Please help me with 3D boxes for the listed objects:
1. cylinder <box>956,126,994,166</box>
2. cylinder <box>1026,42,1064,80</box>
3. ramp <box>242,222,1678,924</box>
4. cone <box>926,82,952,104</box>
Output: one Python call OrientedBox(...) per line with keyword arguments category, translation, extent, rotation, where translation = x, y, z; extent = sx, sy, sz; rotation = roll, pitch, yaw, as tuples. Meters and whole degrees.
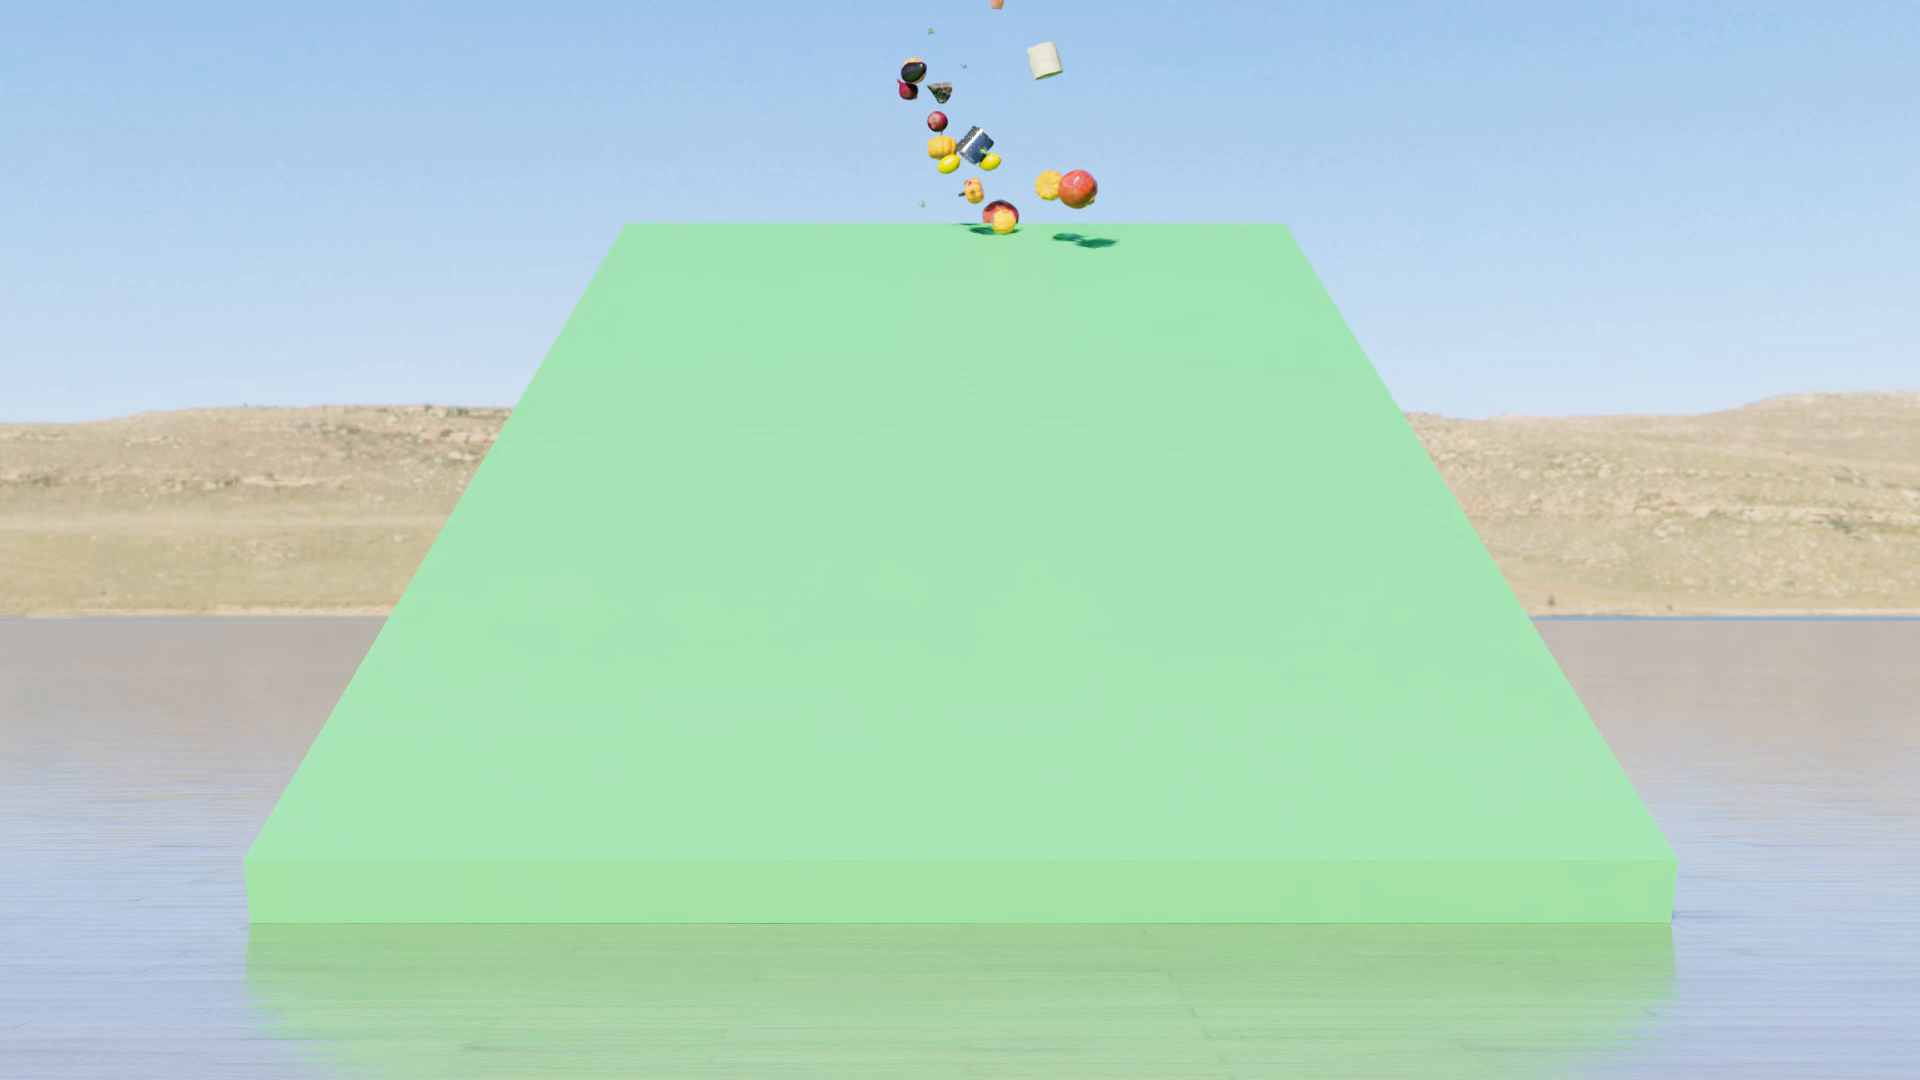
OrientedBox(category="cylinder", translation=(0.044, -1.172, 6.765), extent=(0.083, 0.083, 0.083), rotation=(40, -3, 2))
OrientedBox(category="cylinder", translation=(0.244, -1.381, 6.559), extent=(0.086, 0.086, 0.086), rotation=(-16, 3, 1))
OrientedBox(category="ramp", translation=(-0.005, -0.212, 5.060), extent=(2.000, 0.100, 4.000), rotation=(0, 21, 0))
OrientedBox(category="cone", translation=(-0.071, -1.314, 6.629), extent=(0.069, 0.069, 0.069), rotation=(16, -11, -35))
